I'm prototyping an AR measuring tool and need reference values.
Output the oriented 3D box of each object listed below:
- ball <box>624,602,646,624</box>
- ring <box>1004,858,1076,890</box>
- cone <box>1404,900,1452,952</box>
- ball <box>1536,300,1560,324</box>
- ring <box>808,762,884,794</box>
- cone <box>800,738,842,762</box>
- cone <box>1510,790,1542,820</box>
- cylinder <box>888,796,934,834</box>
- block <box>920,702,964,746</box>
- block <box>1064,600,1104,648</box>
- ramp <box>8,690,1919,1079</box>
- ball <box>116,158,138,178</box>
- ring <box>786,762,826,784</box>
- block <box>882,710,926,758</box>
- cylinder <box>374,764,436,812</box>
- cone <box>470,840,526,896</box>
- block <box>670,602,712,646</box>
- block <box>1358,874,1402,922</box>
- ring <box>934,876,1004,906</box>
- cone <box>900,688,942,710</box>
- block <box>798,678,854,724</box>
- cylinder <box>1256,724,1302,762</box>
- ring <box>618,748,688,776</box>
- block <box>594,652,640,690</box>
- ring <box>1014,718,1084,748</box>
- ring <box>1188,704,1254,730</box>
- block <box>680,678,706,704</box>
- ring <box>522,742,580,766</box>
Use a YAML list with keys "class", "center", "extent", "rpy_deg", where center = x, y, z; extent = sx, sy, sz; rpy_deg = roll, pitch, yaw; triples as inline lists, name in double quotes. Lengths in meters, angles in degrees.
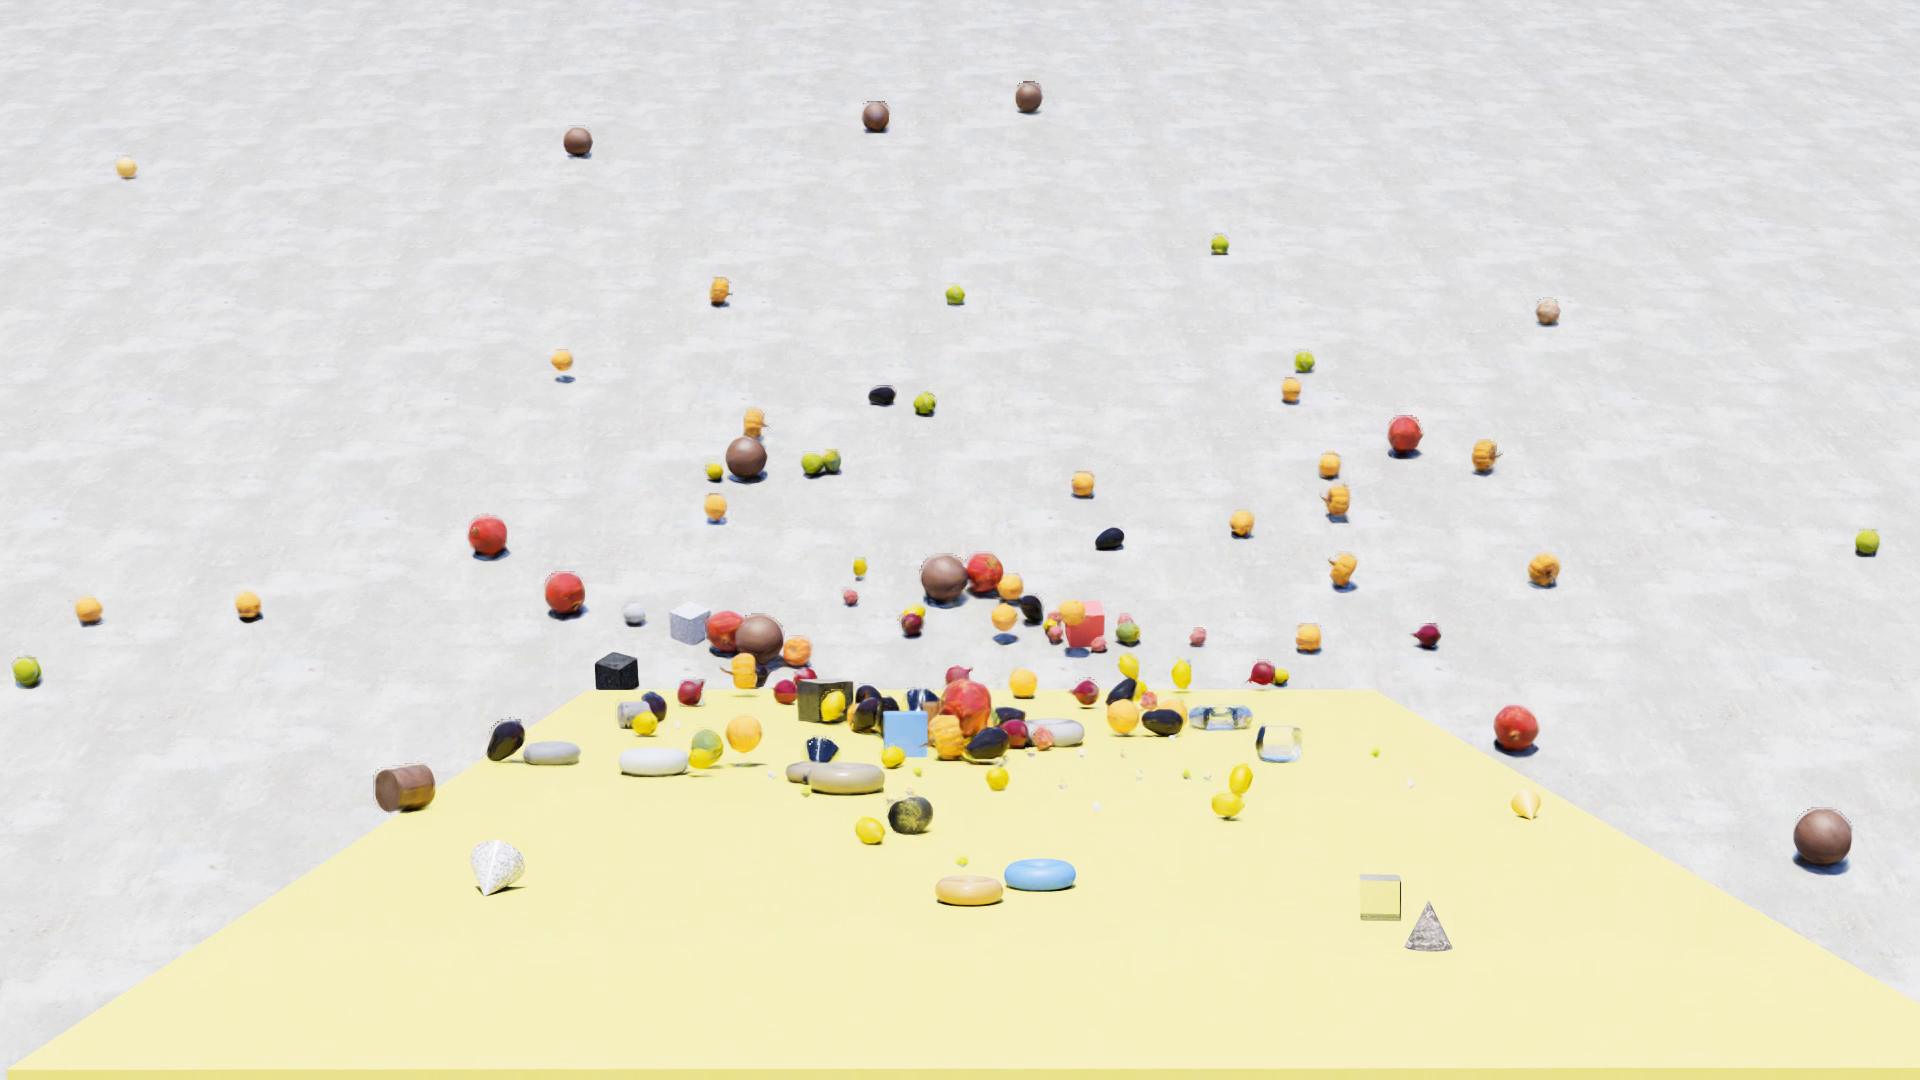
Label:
- class: "ball"
  center: [-0.896, 0.202, 7.096]
  extent: [0.060, 0.060, 0.060]
  rpy_deg: [0, 24, 0]
- class: "ring"
  center: [0.112, 0.469, 3.605]
  extent: [0.102, 0.034, 0.102]
  rpy_deg: [-1, 3, 0]
- class: "cone"
  center: [0.576, 0.471, 3.164]
  extent: [0.059, 0.059, 0.059]
  rpy_deg: [0, 2, 0]
- class: "ball"
  center: [2.137, -0.828, 9.356]
  extent: [0.088, 0.088, 0.088]
  rpy_deg: [0, 24, 0]
- class: "ring"
  center: [-0.204, 0.427, 4.614]
  extent: [0.140, 0.047, 0.140]
  rpy_deg: [1, 1, 0]
- class: "cone"
  center: [-0.267, 0.424, 4.821]
  extent: [0.080, 0.080, 0.080]
  rpy_deg: [3, 31, 6]
- class: "cone"
  center: [0.943, 0.450, 4.269]
  extent: [0.050, 0.050, 0.050]
  rpy_deg: [0, 29, 0]
- class: "cylinder"
  center: [-0.079, 0.440, 4.113]
  extent: [0.055, 0.055, 0.055]
  rpy_deg: [11, 6, 22]
- class: "block"
  center: [-0.038, 0.382, 5.341]
  extent: [0.084, 0.084, 0.084]
  rpy_deg: [0, 2, -3]
- class: "block"
  center: [0.339, 0.228, 6.997]
  extent: [0.094, 0.094, 0.094]
  rpy_deg: [-2, 24, -5]
- class: "ramp"
  center: [0.055, 0.502, 4.547]
  extent: [2.000, 0.100, 4.000]
  rpy_deg: [0, 2, 0]
- class: "ball"
  center: [-3.584, -1.600, 11.076]
  extent: [0.086, 0.086, 0.086]
  rpy_deg: [0, 24, 0]
- class: "ring"
  center: [-0.273, 0.429, 4.747]
  extent: [0.097, 0.032, 0.097]
  rpy_deg: [1, 2, 0]
- class: "block"
  center: [-0.111, 0.388, 5.163]
  extent: [0.084, 0.084, 0.084]
  rpy_deg: [0, 2, -4]
- class: "cylinder"
  center: [-0.942, 0.421, 4.373]
  extent: [0.073, 0.073, 0.073]
  rpy_deg: [21, 18, 39]
- class: "cone"
  center: [-0.648, 0.470, 3.560]
  extent: [0.078, 0.078, 0.078]
  rpy_deg: [2, 29, 4]
- class: "block"
  center: [-0.734, 0.228, 7.014]
  extent: [0.080, 0.080, 0.080]
  rpy_deg: [18, 30, 34]
- class: "block"
  center: [0.548, 0.467, 3.365]
  extent: [0.052, 0.052, 0.052]
  rpy_deg: [0, 2, 7]
- class: "ring"
  center: [0.012, 0.474, 3.486]
  extent: [0.094, 0.031, 0.094]
  rpy_deg: [1, 1, 0]
- class: "cone"
  center: [-0.092, 0.391, 5.652]
  extent: [0.096, 0.096, 0.096]
  rpy_deg: [3, 29, 8]
- class: "block"
  center: [-0.303, 0.362, 5.801]
  extent: [0.090, 0.090, 0.090]
  rpy_deg: [-2, 3, -36]
- class: "cylinder"
  center: [0.625, 0.399, 5.046]
  extent: [0.070, 0.070, 0.070]
  rpy_deg: [1, 22, 27]
- class: "ring"
  center: [-0.578, 0.419, 4.864]
  extent: [0.134, 0.045, 0.134]
  rpy_deg: [1, 1, 0]
- class: "block"
  center: [-0.898, 0.351, 6.739]
  extent: [0.080, 0.080, 0.080]
  rpy_deg: [14, 28, 28]
- class: "ring"
  center: [0.186, 0.400, 5.341]
  extent: [0.146, 0.049, 0.146]
  rpy_deg: [-1, 3, 0]
- class: "ring"
  center: [0.572, 0.388, 5.655]
  extent: [0.145, 0.048, 0.145]
  rpy_deg: [-1, 1, 0]
- class: "block"
  center: [-0.644, 0.365, 6.201]
  extent: [0.057, 0.057, 0.057]
  rpy_deg: [0, 2, -3]
- class: "ring"
  center: [-0.797, 0.417, 5.029]
  extent: [0.114, 0.038, 0.114]
  rpy_deg: [-1, 3, 0]
